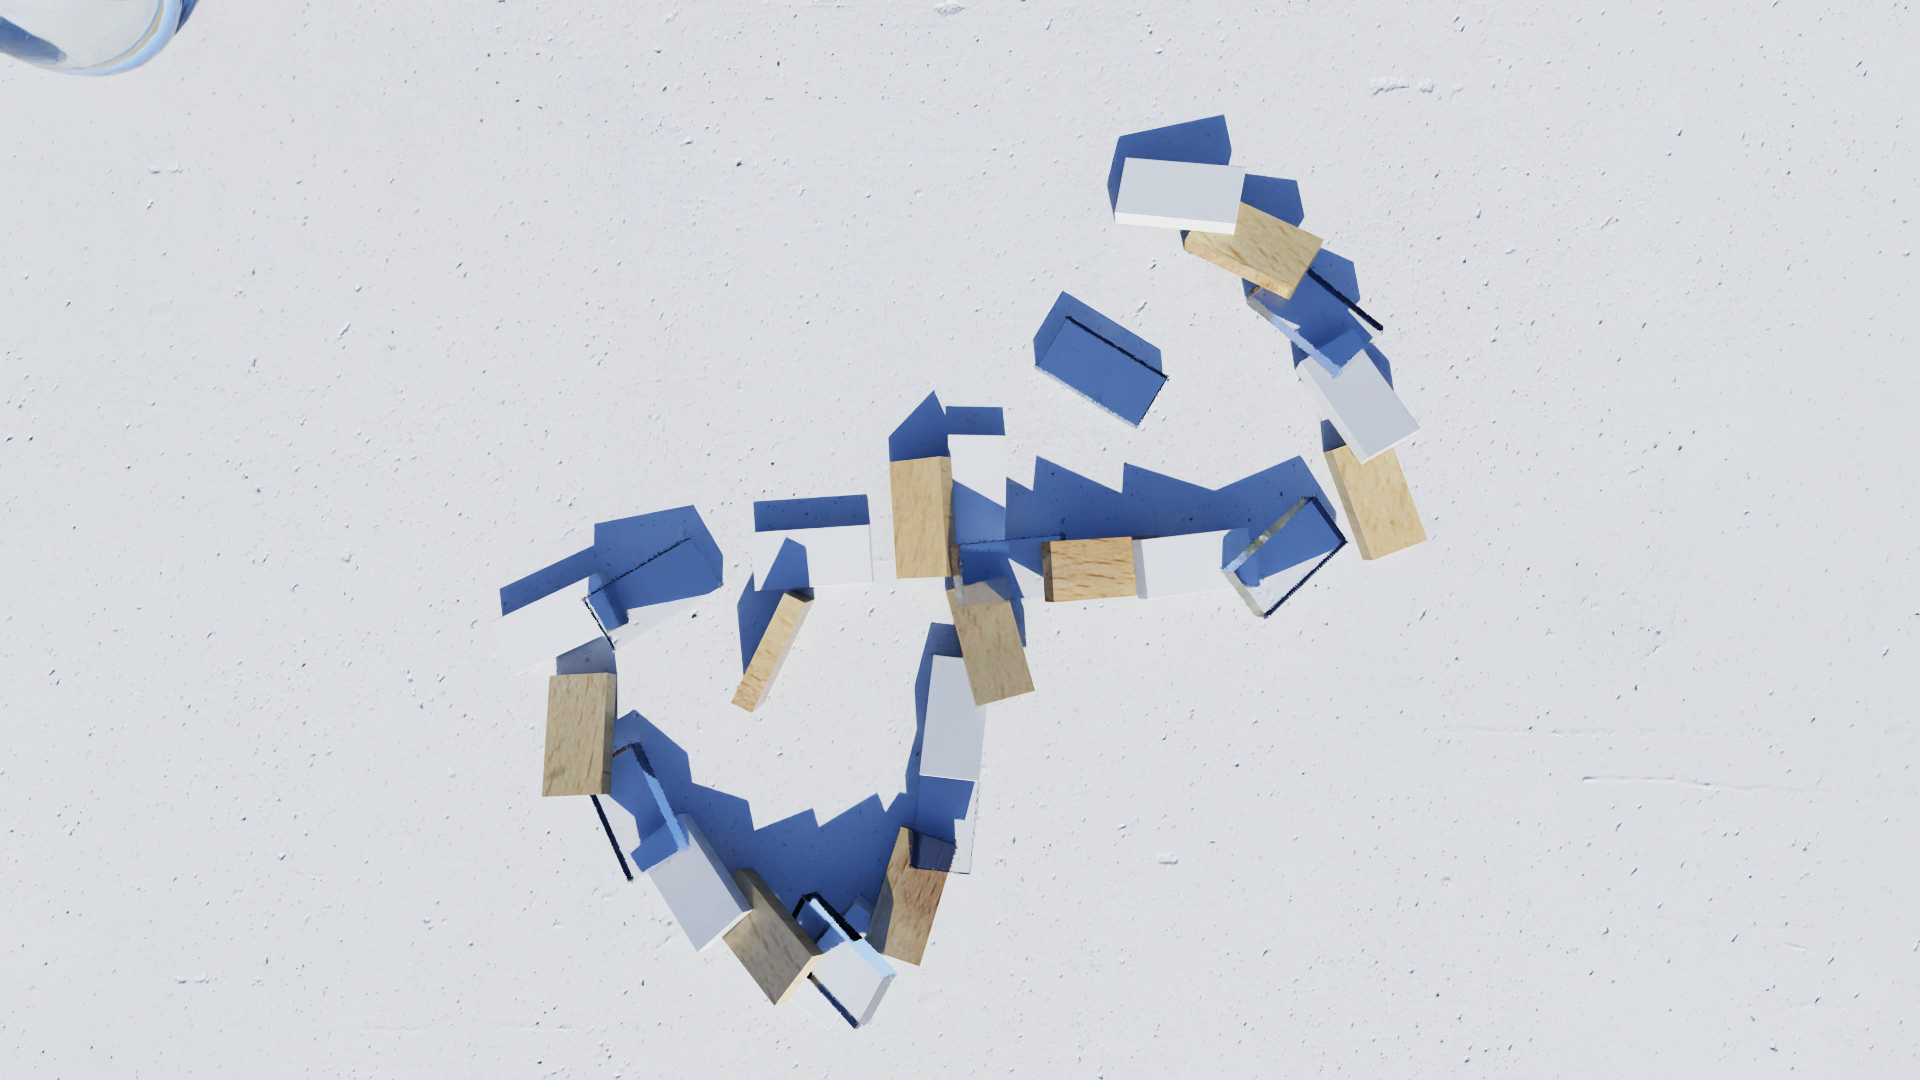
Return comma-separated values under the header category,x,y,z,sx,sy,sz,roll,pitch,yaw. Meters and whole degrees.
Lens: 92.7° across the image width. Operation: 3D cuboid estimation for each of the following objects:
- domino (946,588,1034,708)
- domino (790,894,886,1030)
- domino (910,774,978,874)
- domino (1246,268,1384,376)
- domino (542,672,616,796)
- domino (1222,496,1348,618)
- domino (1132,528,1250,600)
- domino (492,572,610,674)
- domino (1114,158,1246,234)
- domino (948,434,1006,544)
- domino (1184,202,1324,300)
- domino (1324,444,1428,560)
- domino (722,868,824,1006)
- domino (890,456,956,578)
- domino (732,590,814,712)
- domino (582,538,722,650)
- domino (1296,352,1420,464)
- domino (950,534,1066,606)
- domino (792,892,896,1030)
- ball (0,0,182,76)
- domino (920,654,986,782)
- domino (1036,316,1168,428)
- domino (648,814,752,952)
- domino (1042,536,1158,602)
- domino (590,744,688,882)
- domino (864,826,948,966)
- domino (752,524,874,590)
category,x,y,z,sx,sy,sz,roll,pitch,yaw
domino,0.012,0.043,0.388,0.025,0.010,0.050,-14,76,-5
domino,-0.050,0.182,0.395,0.025,0.009,0.050,39,90,0
domino,-0.006,0.114,0.389,0.025,0.009,0.050,6,75,0
domino,0.150,-0.096,0.389,0.025,0.010,0.050,-44,75,0
domino,-0.161,0.082,0.389,0.025,0.009,0.050,-3,76,2
domino,0.138,0.007,0.389,0.050,0.009,0.025,-40,98,-11
domino,0.099,0.010,0.389,0.050,0.009,0.025,-6,90,-15
domino,-0.172,0.036,0.395,0.050,0.010,0.025,-25,90,0
domino,0.093,-0.146,0.389,0.050,0.010,0.025,10,85,13
domino,0.007,-0.020,0.395,0.025,0.010,0.050,1,90,0
domino,0.124,-0.125,0.389,0.050,0.009,0.025,31,89,14
domino,0.179,-0.019,0.395,0.025,0.009,0.050,-20,90,0
domino,-0.082,0.165,0.384,0.050,0.009,0.025,37,90,29
domino,-0.015,-0.009,0.390,0.025,0.009,0.050,-4,90,29
domino,-0.079,0.046,0.388,0.009,0.025,0.050,26,90,0
domino,-0.130,0.023,0.390,0.050,0.009,0.025,-32,91,-12
domino,0.168,-0.060,0.389,0.025,0.009,0.050,-29,76,0
domino,0.022,0.012,0.385,0.050,0.010,0.025,-6,86,-23
domino,-0.052,0.173,0.379,0.050,0.009,0.025,32,97,31
ball,-0.358,-0.227,0.360,0.080,0.080,0.080,0,90,0
domino,-0.002,0.075,0.389,0.025,0.009,0.050,7,76,0
domino,0.061,-0.072,0.395,0.050,0.009,0.025,31,90,0
domino,-0.113,0.144,0.387,0.025,0.010,0.050,-42,71,0
domino,0.060,0.012,0.388,0.050,0.010,0.025,-3,89,-18
domino,-0.138,0.115,0.389,0.025,0.009,0.050,-32,74,0
domino,-0.021,0.150,0.389,0.025,0.009,0.050,18,75,1
domino,-0.063,0.007,0.395,0.050,0.010,0.025,-4,90,0
